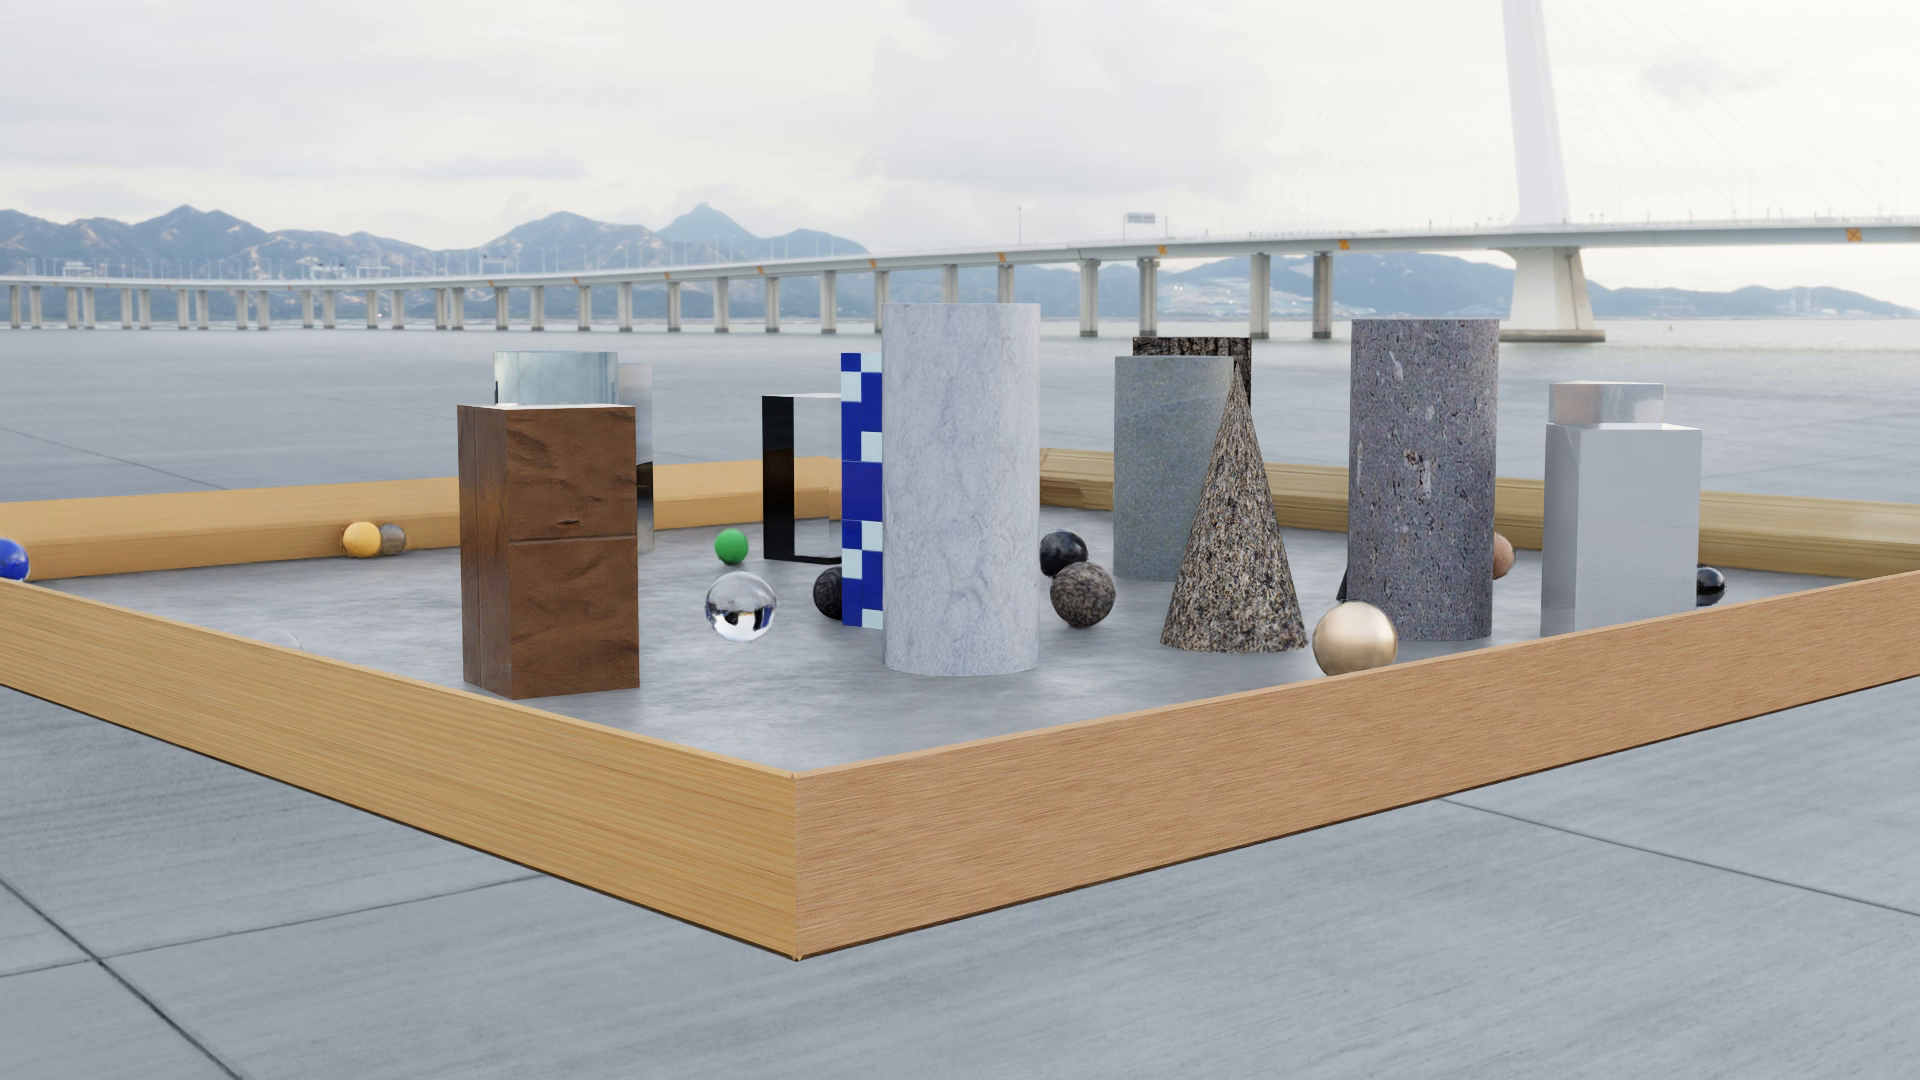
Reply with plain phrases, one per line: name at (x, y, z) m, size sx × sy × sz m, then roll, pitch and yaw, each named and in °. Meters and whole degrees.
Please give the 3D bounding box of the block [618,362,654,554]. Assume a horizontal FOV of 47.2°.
block at (-0.673, -0.150, 4.050) m, size 0.159 × 0.348 × 0.159 m, roll 2°, pitch 6°, yaw 18°

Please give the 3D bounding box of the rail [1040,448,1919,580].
rail at (0.960, -0.058, 4.213) m, size 0.045 × 0.129 × 2.552 m, roll -5°, pitch 8°, yaw -42°

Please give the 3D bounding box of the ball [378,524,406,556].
ball at (-1.041, -0.001, 4.019) m, size 0.058 × 0.058 × 0.058 m, roll 0°, pitch 6°, yaw 0°

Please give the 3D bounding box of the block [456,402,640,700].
block at (-0.490, 0.007, 2.616) m, size 0.159 × 0.333 × 0.159 m, roll -4°, pitch 7°, yaw -32°

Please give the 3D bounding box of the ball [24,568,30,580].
ball at (-1.540, 0.047, 3.570) m, size 0.056 × 0.056 × 0.056 m, roll 0°, pitch 6°, yaw 0°

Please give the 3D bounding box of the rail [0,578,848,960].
rail at (-0.960, 0.125, 2.451) m, size 0.045 × 0.129 × 2.552 m, roll -5°, pitch 8°, yaw -42°

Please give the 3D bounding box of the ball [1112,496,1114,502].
ball at (0.372, -0.088, 4.700) m, size 0.090 × 0.090 × 0.090 m, roll 0°, pitch 6°, yaw 0°

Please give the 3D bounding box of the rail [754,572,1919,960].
rail at (0.849, 0.129, 2.416) m, size 2.661 × 0.129 × 0.045 m, roll -5°, pitch 8°, yaw -42°

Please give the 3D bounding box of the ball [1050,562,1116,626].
ball at (0.174, 0.076, 3.114) m, size 0.092 × 0.092 × 0.092 m, roll 0°, pitch 6°, yaw 0°

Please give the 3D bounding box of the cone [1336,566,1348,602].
cone at (0.681, -0.057, 3.379) m, size 0.199 × 0.302 × 0.199 m, roll 0°, pitch 6°, yaw 0°

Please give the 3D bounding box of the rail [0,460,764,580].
rail at (-0.849, -0.062, 4.247) m, size 2.661 × 0.129 × 0.045 m, roll -5°, pitch 8°, yaw -42°

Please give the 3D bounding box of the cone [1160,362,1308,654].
cone at (0.370, -0.051, 2.948) m, size 0.199 × 0.379 × 0.199 m, roll 0°, pitch 6°, yaw 0°

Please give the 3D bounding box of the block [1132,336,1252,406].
block at (0.418, -0.169, 3.992) m, size 0.159 × 0.397 × 0.159 m, roll -2°, pitch 6°, yaw -20°

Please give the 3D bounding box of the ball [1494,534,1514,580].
ball at (0.875, 0.028, 3.637) m, size 0.080 × 0.080 × 0.080 m, roll 0°, pitch 6°, yaw 0°

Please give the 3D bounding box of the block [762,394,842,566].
block at (-0.242, -0.113, 3.960) m, size 0.159 × 0.294 × 0.159 m, roll 5°, pitch 8°, yaw 38°

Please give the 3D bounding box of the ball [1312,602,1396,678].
ball at (0.471, 0.123, 2.624) m, size 0.100 × 0.100 × 0.100 m, roll 0°, pitch 6°, yaw 0°

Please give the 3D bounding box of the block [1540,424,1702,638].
block at (0.885, -0.007, 2.955) m, size 0.159 × 0.291 × 0.159 m, roll 0°, pitch 6°, yaw -1°

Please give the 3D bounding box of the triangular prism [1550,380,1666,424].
triangular prism at (0.980, -0.077, 3.415) m, size 0.172 × 0.335 × 0.149 m, roll 0°, pitch 6°, yaw 0°

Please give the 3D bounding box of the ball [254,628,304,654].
ball at (-0.826, 0.139, 2.655) m, size 0.063 × 0.063 × 0.063 m, roll 0°, pitch 6°, yaw 0°

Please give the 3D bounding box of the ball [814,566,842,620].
ball at (-0.174, 0.077, 3.181) m, size 0.077 × 0.077 × 0.077 m, roll 0°, pitch 6°, yaw 0°

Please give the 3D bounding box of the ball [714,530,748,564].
ball at (-0.402, 0.013, 3.876) m, size 0.060 × 0.060 × 0.060 m, roll 0°, pitch 6°, yaw 0°

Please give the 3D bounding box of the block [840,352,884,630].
block at (-0.055, -0.072, 3.123) m, size 0.159 × 0.386 × 0.159 m, roll 5°, pitch 8°, yaw 39°

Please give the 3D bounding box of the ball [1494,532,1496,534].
ball at (0.880, 0.008, 3.779) m, size 0.089 × 0.089 × 0.089 m, roll 0°, pitch 6°, yaw 0°

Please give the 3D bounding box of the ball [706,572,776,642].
ball at (-0.295, 0.090, 2.961) m, size 0.096 × 0.096 × 0.096 m, roll 0°, pitch 6°, yaw 0°

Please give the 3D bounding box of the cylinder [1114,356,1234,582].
cylinder at (0.359, -0.125, 3.708) m, size 0.199 × 0.368 × 0.199 m, roll 0°, pitch 6°, yaw 0°

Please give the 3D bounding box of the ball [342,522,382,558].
ball at (-1.079, 0.000, 3.969) m, size 0.067 × 0.067 × 0.067 m, roll 0°, pitch 6°, yaw 0°

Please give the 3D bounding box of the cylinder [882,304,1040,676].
cylinder at (0.001, -0.070, 2.770) m, size 0.199 × 0.453 × 0.199 m, roll 0°, pitch 6°, yaw 0°

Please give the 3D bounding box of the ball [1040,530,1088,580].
ball at (0.168, 0.025, 3.632) m, size 0.086 × 0.086 × 0.086 m, roll 0°, pitch 6°, yaw 0°

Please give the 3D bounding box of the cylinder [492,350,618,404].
cylinder at (-0.654, -0.116, 3.578) m, size 0.199 × 0.379 × 0.199 m, roll 0°, pitch 6°, yaw 0°

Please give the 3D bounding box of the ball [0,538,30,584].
ball at (-1.525, 0.039, 3.491) m, size 0.087 × 0.087 × 0.087 m, roll 0°, pitch 6°, yaw 0°

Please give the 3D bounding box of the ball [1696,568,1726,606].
ball at (1.125, 0.071, 3.323) m, size 0.059 × 0.059 × 0.059 m, roll 0°, pitch 6°, yaw 0°

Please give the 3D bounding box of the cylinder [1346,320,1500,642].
cylinder at (0.640, -0.088, 3.047) m, size 0.199 × 0.433 × 0.199 m, roll 0°, pitch 6°, yaw 0°
